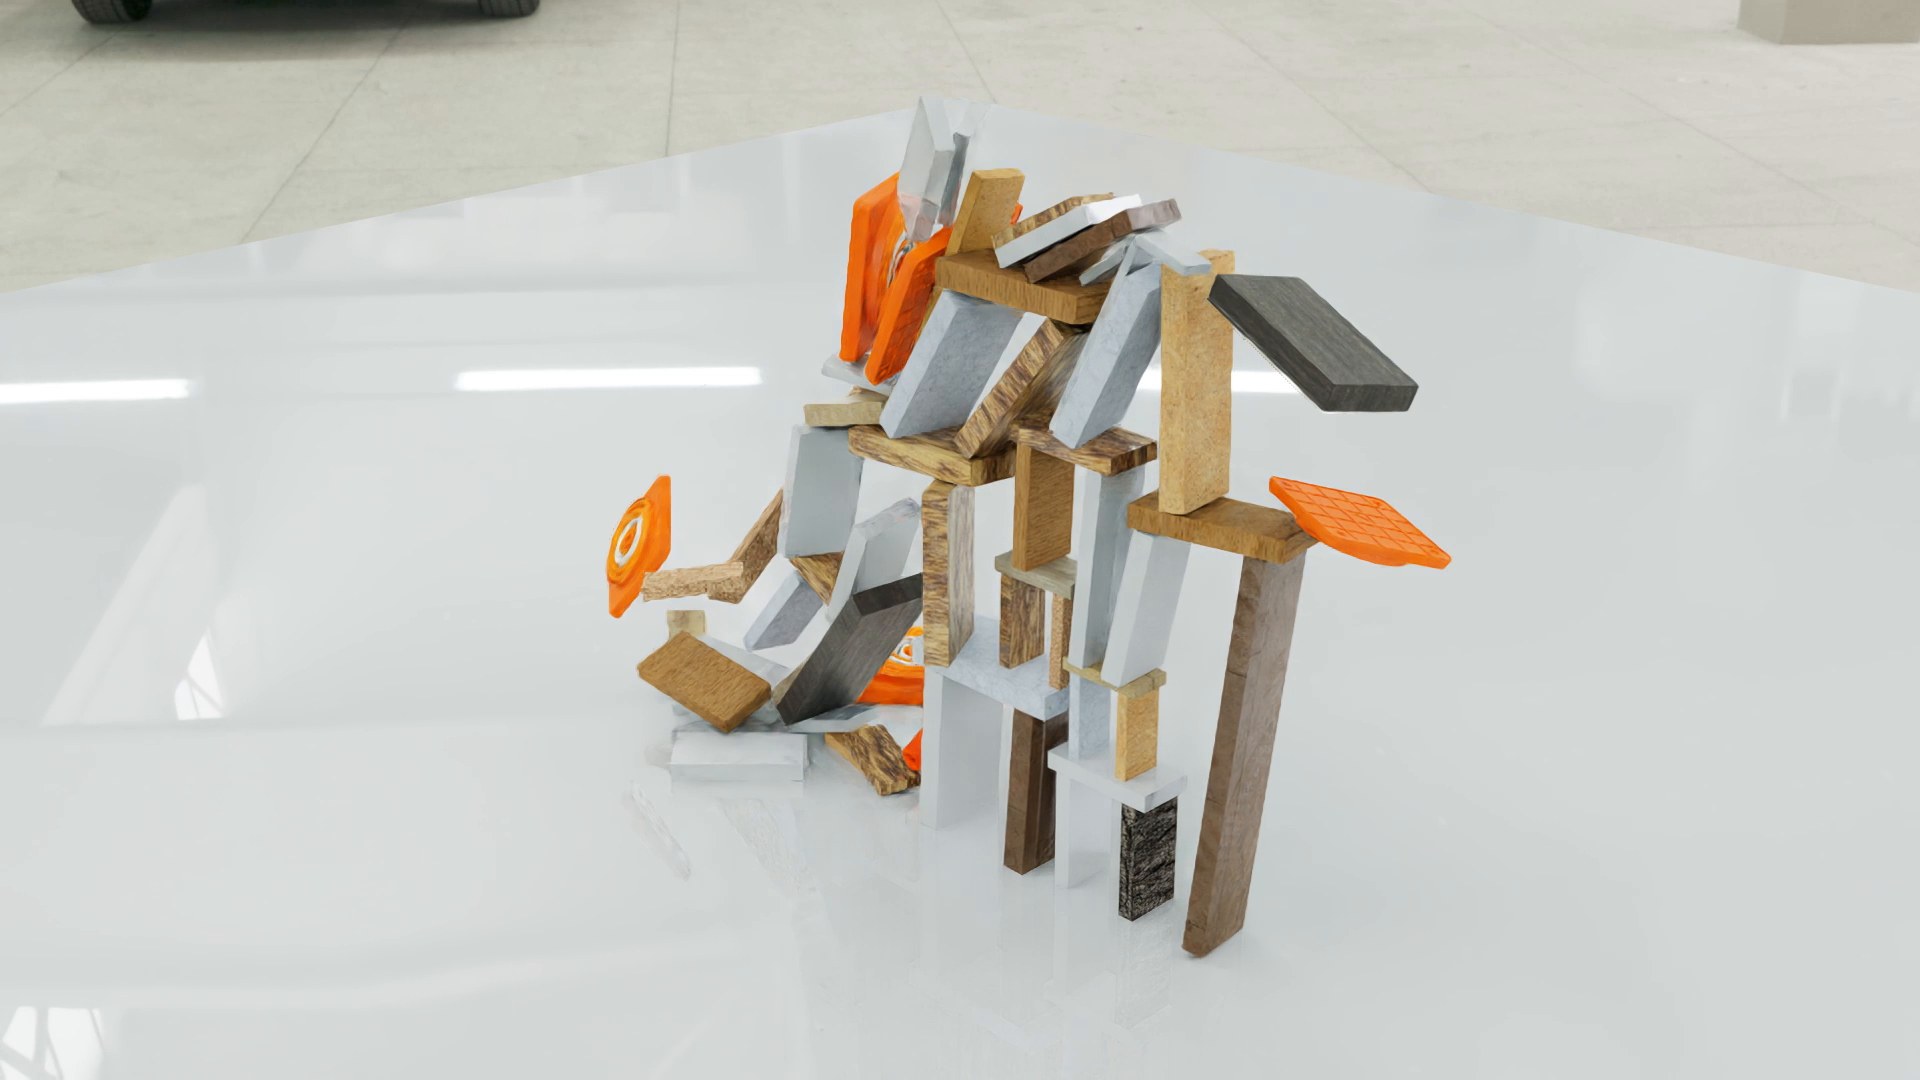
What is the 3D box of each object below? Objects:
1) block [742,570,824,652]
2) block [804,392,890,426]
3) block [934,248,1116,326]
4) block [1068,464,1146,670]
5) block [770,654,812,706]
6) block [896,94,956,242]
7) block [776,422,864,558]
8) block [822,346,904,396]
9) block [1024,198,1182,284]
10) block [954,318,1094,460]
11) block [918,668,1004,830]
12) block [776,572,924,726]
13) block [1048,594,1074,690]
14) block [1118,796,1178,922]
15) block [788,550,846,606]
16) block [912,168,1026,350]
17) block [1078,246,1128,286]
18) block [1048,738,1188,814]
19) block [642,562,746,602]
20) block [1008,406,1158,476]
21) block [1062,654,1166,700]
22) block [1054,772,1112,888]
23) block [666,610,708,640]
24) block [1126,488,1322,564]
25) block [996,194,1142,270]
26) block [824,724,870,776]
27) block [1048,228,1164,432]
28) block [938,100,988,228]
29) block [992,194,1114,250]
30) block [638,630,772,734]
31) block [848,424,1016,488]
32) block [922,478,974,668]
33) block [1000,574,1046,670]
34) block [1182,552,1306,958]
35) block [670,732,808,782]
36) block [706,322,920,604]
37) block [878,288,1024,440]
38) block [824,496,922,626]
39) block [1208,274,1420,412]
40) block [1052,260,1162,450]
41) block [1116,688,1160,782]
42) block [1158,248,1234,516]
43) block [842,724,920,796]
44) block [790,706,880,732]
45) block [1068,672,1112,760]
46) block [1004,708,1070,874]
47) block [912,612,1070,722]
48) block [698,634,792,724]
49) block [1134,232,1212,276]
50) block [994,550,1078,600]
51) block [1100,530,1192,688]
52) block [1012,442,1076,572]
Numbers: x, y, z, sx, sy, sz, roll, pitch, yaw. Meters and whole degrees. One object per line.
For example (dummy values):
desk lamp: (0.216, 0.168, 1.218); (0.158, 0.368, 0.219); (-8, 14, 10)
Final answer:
block: (-0.364, 0.147, 4.784); (0.126, 0.252, 0.036); (-9, 58, -43)
block: (-0.168, -0.263, 4.360); (0.152, 0.043, 0.304); (-14, 10, -32)
block: (0.140, -0.453, 3.886); (0.176, 0.050, 0.353); (-17, 27, -40)
block: (0.264, 0.037, 3.954); (0.035, 0.392, 0.123); (26, 34, 37)
block: (-0.288, 0.272, 4.696); (0.126, 0.252, 0.036); (-10, 66, -44)
block: (-0.063, -0.663, 3.933); (0.036, 0.257, 0.128); (-5, 61, -16)
block: (-0.285, -0.108, 4.553); (0.152, 0.304, 0.043); (-7, 37, -26)
block: (-0.178, -0.327, 4.275); (0.161, 0.023, 0.081); (18, 38, 18)
block: (0.240, -0.505, 3.726); (0.128, 0.036, 0.257); (-20, -2, -43)
block: (0.145, -0.284, 3.953); (0.176, 0.353, 0.050); (-18, 66, -42)
block: (0.005, 0.390, 4.388); (0.176, 0.353, 0.050); (-21, 34, -40)
block: (-0.220, 0.230, 4.537); (0.174, 0.541, 0.049); (-18, 70, -29)
block: (0.209, 0.174, 4.068); (0.027, 0.191, 0.095); (23, 32, 39)
block: (0.350, 0.577, 4.091); (0.034, 0.241, 0.121); (21, 31, 41)
block: (-0.247, 0.086, 4.668); (0.126, 0.036, 0.252); (-28, 69, -40)
block: (0.004, -0.476, 4.070); (0.105, 0.461, 0.030); (-11, 45, -39)
block: (0.264, -0.469, 3.745); (0.061, 0.017, 0.122); (-18, -7, -41)
block: (0.292, 0.429, 4.089); (0.121, 0.034, 0.241); (-21, 31, -40)
block: (-0.430, 0.067, 3.556); (0.161, 0.023, 0.081); (-7, 17, 0)
block: (0.218, -0.178, 3.910); (0.123, 0.035, 0.246); (-21, 32, -40)
block: (0.282, 0.238, 4.016); (0.087, 0.025, 0.175); (-21, 31, -40)
block: (0.236, 0.533, 4.196); (0.121, 0.241, 0.034); (-21, 31, -41)
block: (-0.619, 0.234, 5.006); (0.089, 0.025, 0.177); (1, 48, -13)
block: (0.453, -0.029, 3.788); (0.296, 0.042, 0.148); (14, 22, 29)
block: (0.188, -0.531, 3.803); (0.128, 0.036, 0.257); (-16, -2, -36)
block: (-0.204, 0.442, 4.682); (0.092, 0.026, 0.184); (-15, 27, -29)
block: (0.249, -0.355, 3.777); (0.061, 0.423, 0.017); (-20, 55, -42)
block: (0.004, -0.683, 4.008); (0.030, 0.210, 0.105); (20, 48, 6)
block: (0.164, -0.558, 3.867); (0.105, 0.030, 0.210); (-13, -4, -44)
block: (-0.555, 0.306, 4.780); (0.276, 0.039, 0.138); (28, 52, 31)
block: (-0.034, -0.173, 4.181); (0.174, 0.049, 0.347); (-16, 23, -40)
block: (-0.021, 0.047, 4.166); (0.049, 0.347, 0.174); (6, 23, 15)
block: (0.118, 0.140, 4.149); (0.027, 0.191, 0.095); (22, 32, 40)
block: (0.500, 0.371, 3.885); (0.042, 0.771, 0.148); (20, 25, 32)
block: (-0.464, 0.457, 4.635); (0.276, 0.039, 0.138); (0, 23, 1)
block: (-0.303, -0.151, 4.650); (0.081, 0.796, 0.023); (12, 37, -41)
block: (-0.011, -0.336, 4.094); (0.176, 0.353, 0.050); (-14, 58, -36)
block: (-0.177, 0.052, 4.487); (0.152, 0.304, 0.043); (-29, 64, -34)
block: (0.552, -0.313, 3.463); (0.170, 0.048, 0.339); (-2, 36, -31)
block: (0.282, -0.325, 3.790); (0.048, 0.339, 0.170); (37, 38, 17)
block: (0.324, 0.346, 4.016); (0.087, 0.175, 0.025); (-21, 31, -40)
block: (0.404, -0.271, 3.758); (0.048, 0.428, 0.170); (10, 20, 32)
block: (-0.163, 0.457, 4.586); (0.092, 0.026, 0.184); (-12, 37, -26)
block: (-0.272, 0.386, 4.743); (0.184, 0.026, 0.092); (-5, 13, 43)
block: (0.242, 0.313, 4.094); (0.087, 0.175, 0.025); (-21, 31, -40)
block: (0.172, 0.455, 4.234); (0.176, 0.353, 0.050); (-21, 35, -41)
block: (0.094, 0.239, 4.224); (0.176, 0.050, 0.353); (-21, 31, -40)
block: (-0.492, 0.305, 4.849); (0.276, 0.039, 0.138); (20, 42, 24)
block: (0.347, -0.466, 3.578); (0.061, 0.017, 0.122); (-9, 37, -37)
block: (0.165, 0.057, 4.065); (0.191, 0.027, 0.095); (21, 31, 40)
block: (0.335, 0.104, 3.908); (0.042, 0.296, 0.148); (26, 28, 29)
block: (0.154, -0.075, 4.024); (0.123, 0.246, 0.035); (-21, 33, -40)
